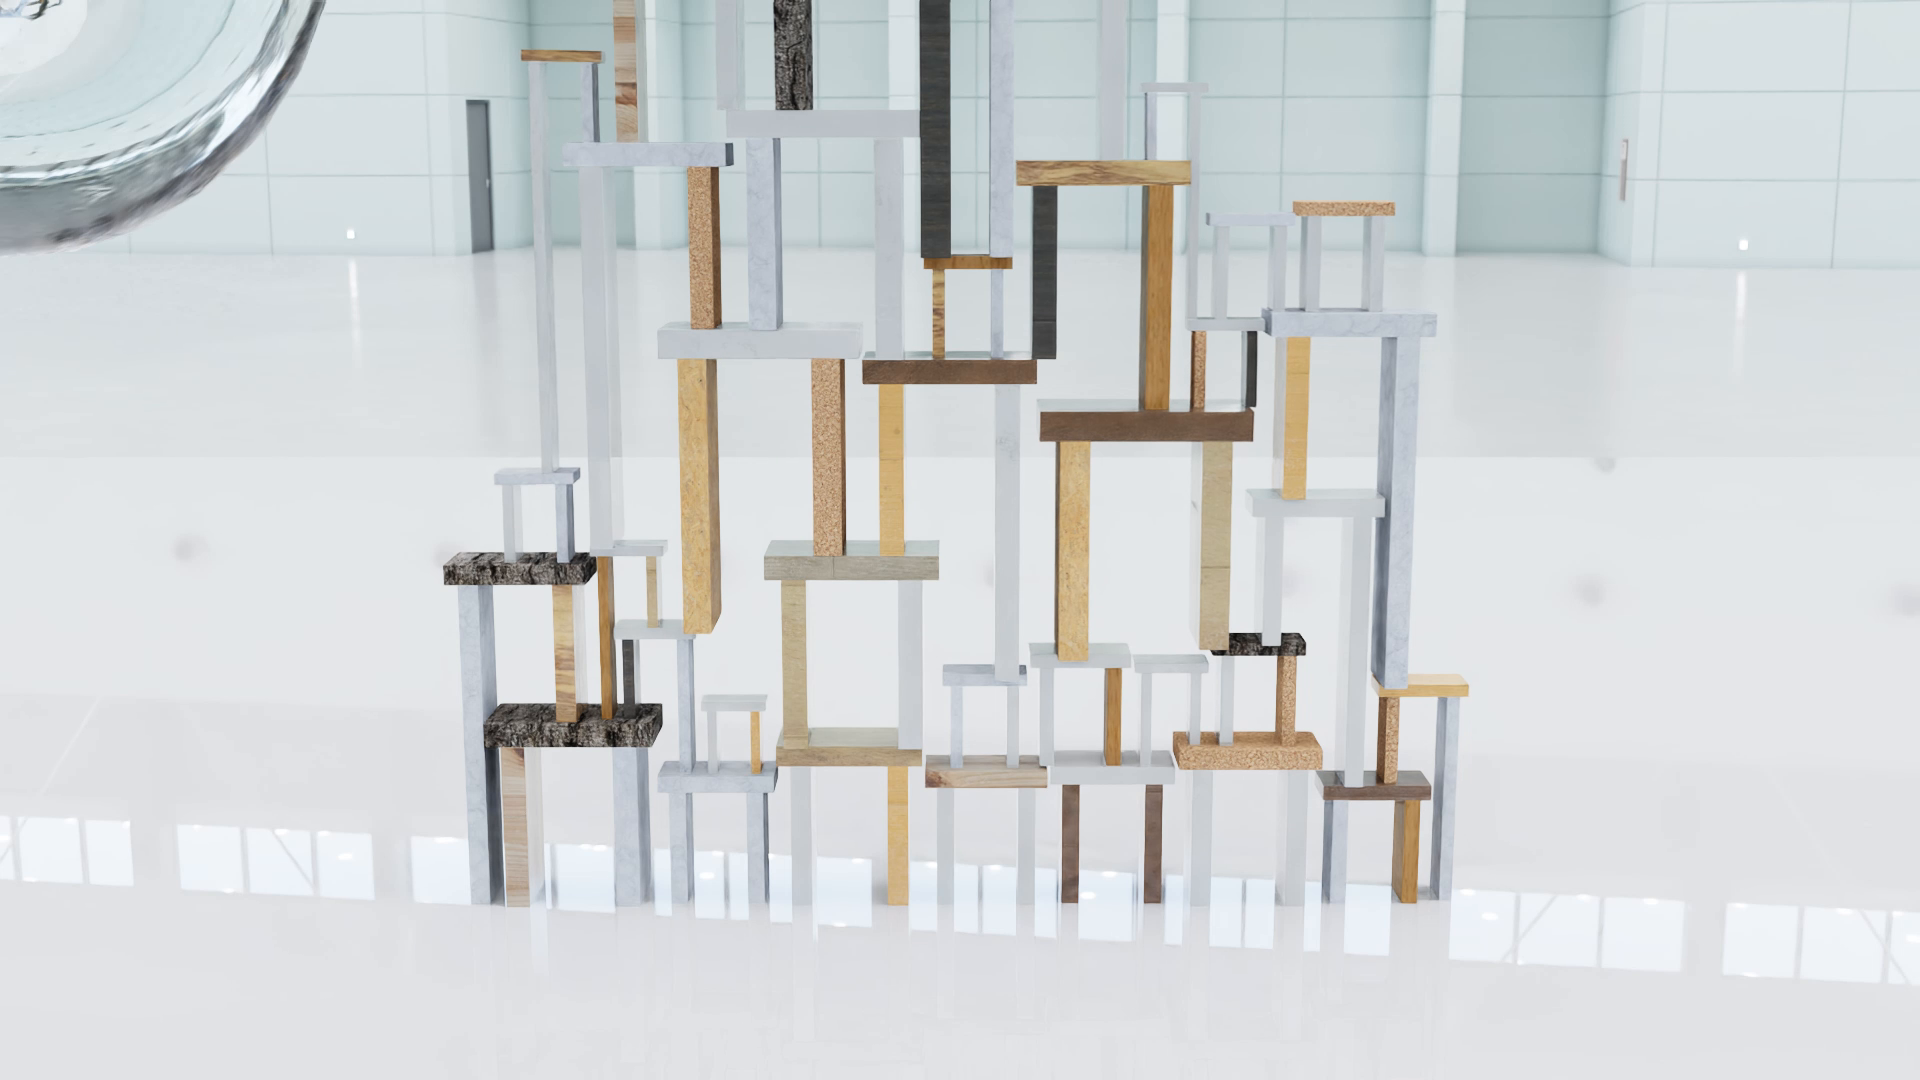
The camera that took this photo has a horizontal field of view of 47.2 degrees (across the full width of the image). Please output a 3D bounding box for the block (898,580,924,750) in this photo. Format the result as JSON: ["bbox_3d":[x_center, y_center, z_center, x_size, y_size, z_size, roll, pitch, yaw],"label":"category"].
[{"bbox_3d":[-0.079,0.188,3.591,0.039,0.278,0.139,0,11,0],"label":"block"}]

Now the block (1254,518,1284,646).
[{"bbox_3d":[0.501,0.057,3.567,0.030,0.210,0.105,0,11,0],"label":"block"}]

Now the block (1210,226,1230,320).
[{"bbox_3d":[0.412,-0.425,3.482,0.019,0.146,0.067,0,11,1],"label":"block"}]

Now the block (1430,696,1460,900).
[{"bbox_3d":[0.802,0.419,3.639,0.021,0.347,0.073,0,11,0],"label":"block"}]

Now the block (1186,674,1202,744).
[{"bbox_3d":[0.384,0.270,3.610,0.017,0.121,0.060,0,11,0],"label":"block"}]

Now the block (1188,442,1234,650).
[{"bbox_3d":[0.404,-0.005,3.557,0.047,0.335,0.167,0,11,0],"label":"block"}]

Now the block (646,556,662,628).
[{"bbox_3d":[-0.496,0.079,3.572,0.017,0.118,0.059,0,10,0],"label":"block"}]

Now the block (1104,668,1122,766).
[{"bbox_3d":[0.251,0.280,3.615,0.023,0.164,0.082,0,11,0],"label":"block"}]

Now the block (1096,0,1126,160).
[{"bbox_3d":[0.234,-0.721,3.426,0.036,0.254,0.127,0,11,0],"label":"block"}]

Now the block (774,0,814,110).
[{"bbox_3d":[-0.259,-0.834,3.405,0.047,0.330,0.165,0,11,0],"label":"block"}]

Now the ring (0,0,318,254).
[{"bbox_3d":[-0.536,-0.372,1.161,0.448,0.448,0.149,3,18,16],"label":"ring"}]

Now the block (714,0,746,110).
[{"bbox_3d":[-0.357,-0.787,3.415,0.033,0.234,0.117,0,11,0],"label":"block"}]

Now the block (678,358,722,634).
[{"bbox_3d":[-0.419,-0.081,3.549,0.044,0.440,0.157,0,11,0],"label":"block"}]

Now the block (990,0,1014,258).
[{"bbox_3d":[0.065,-0.648,3.440,0.036,0.402,0.127,0,11,0],"label":"block"}]

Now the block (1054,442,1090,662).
[{"bbox_3d":[0.181,0.004,3.559,0.047,0.353,0.167,0,11,0],"label":"block"}]

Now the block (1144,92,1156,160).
[{"bbox_3d":[0.298,-0.646,3.435,0.015,0.104,0.052,-1,11,0],"label":"block"}]

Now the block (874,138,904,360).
[{"bbox_3d":[-0.111,-0.462,3.469,0.042,0.341,0.148,0,11,0],"label":"block"}]

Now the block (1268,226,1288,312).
[{"bbox_3d":[0.502,-0.431,3.482,0.019,0.134,0.067,0,11,0],"label":"block"}]

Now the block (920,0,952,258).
[{"bbox_3d":[-0.038,-0.724,3.425,0.047,0.555,0.165,0,11,0],"label":"block"}]

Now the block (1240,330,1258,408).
[{"bbox_3d":[0.461,-0.275,3.504,0.017,0.121,0.061,0,11,0],"label":"block"}]

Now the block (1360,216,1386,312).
[{"bbox_3d":[0.654,-0.439,3.481,0.021,0.149,0.075,0,11,0],"label":"block"}]

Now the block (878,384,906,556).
[{"bbox_3d":[-0.108,-0.122,3.532,0.039,0.274,0.137,0,11,0],"label":"block"}]

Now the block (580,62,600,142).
[{"bbox_3d":[-0.577,-0.682,3.429,0.017,0.122,0.061,0,11,0],"label":"block"}]

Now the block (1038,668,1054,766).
[{"bbox_3d":[0.141,0.281,3.615,0.023,0.164,0.082,0,11,0],"label":"block"}]

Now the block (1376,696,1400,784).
[{"bbox_3d":[0.705,0.320,3.621,0.021,0.146,0.073,0,11,0],"label":"block"}]

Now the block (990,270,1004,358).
[{"bbox_3d":[0.059,-0.362,3.487,0.020,0.139,0.069,0,11,0],"label":"block"}]

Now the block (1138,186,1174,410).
[{"bbox_3d":[0.310,-0.387,3.483,0.038,0.348,0.134,0,11,0],"label":"block"}]

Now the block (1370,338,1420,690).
[{"bbox_3d":[0.702,-0.050,3.550,0.036,0.567,0.129,0,11,0],"label":"block"}]

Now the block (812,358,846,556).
[{"bbox_3d":[-0.210,-0.143,3.538,0.044,0.314,0.157,0,11,0],"label":"block"}]

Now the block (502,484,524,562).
[{"bbox_3d":[-0.723,-0.032,3.555,0.018,0.127,0.063,0,11,0],"label":"block"}]

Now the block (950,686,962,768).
[{"bbox_3d":[-0.005,0.299,3.616,0.020,0.138,0.069,0,11,0],"label":"block"}]

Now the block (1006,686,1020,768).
[{"bbox_3d":[0.086,0.299,3.616,0.020,0.138,0.069,0,11,0],"label":"block"}]

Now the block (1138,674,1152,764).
[{"bbox_3d":[0.303,0.286,3.613,0.017,0.153,0.060,0,11,0],"label":"block"}]

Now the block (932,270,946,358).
[{"bbox_3d":[-0.034,-0.362,3.487,0.020,0.139,0.069,0,11,0],"label":"block"}]

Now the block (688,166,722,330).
[{"bbox_3d":[-0.403,-0.465,3.478,0.036,0.251,0.126,0,11,0],"label":"block"}]

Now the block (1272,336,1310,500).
[{"bbox_3d":[0.530,-0.202,3.522,0.036,0.257,0.129,0,11,0],"label":"block"}]

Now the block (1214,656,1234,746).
[{"bbox_3d":[0.434,0.255,3.608,0.021,0.151,0.076,0,11,0],"label":"block"}]

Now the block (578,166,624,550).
[{"bbox_3d":[-0.571,-0.292,3.510,0.036,0.601,0.126,0,11,0],"label":"block"}]

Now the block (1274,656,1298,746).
[{"bbox_3d":[0.535,0.255,3.608,0.021,0.151,0.076,0,11,0],"label":"block"}]

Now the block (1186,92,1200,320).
[{"bbox_3d":[0.366,-0.525,3.458,0.015,0.351,0.052,0,11,2],"label":"block"}]

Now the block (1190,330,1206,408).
[{"bbox_3d":[0.380,-0.275,3.505,0.017,0.121,0.061,0,11,-1],"label":"block"}]

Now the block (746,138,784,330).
[{"bbox_3d":[-0.307,-0.485,3.465,0.042,0.295,0.148,0,11,0],"label":"block"}]

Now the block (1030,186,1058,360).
[{"bbox_3d":[0.132,-0.426,3.476,0.038,0.268,0.134,0,11,0],"label":"block"}]

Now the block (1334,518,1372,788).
[{"bbox_3d":[0.641,0.173,3.588,0.030,0.446,0.105,0,11,0],"label":"block"}]

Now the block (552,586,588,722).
[{"bbox_3d":[-0.637,0.173,3.597,0.032,0.227,0.113,0,11,0],"label":"block"}]

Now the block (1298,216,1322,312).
[{"bbox_3d":[0.554,-0.439,3.481,0.021,0.149,0.075,0,11,0],"label":"block"}]

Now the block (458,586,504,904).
[{"bbox_3d":[-0.789,0.326,3.625,0.032,0.536,0.113,0,11,0],"label":"block"}]

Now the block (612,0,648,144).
[{"bbox_3d":[-0.512,-0.762,3.419,0.033,0.284,0.117,0,11,0],"label":"block"}]

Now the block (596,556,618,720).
[{"bbox_3d":[-0.575,0.154,3.586,0.017,0.270,0.059,0,11,0],"label":"block"}]

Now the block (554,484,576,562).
[{"bbox_3d":[-0.638,-0.032,3.555,0.018,0.127,0.063,0,11,0],"label":"block"}]

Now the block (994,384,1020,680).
[{"bbox_3d":[0.075,-0.021,3.551,0.039,0.477,0.137,0,11,0],"label":"block"}]

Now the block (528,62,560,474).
[{"bbox_3d":[-0.657,-0.427,3.473,0.017,0.642,0.061,0,11,1],"label":"block"}]
